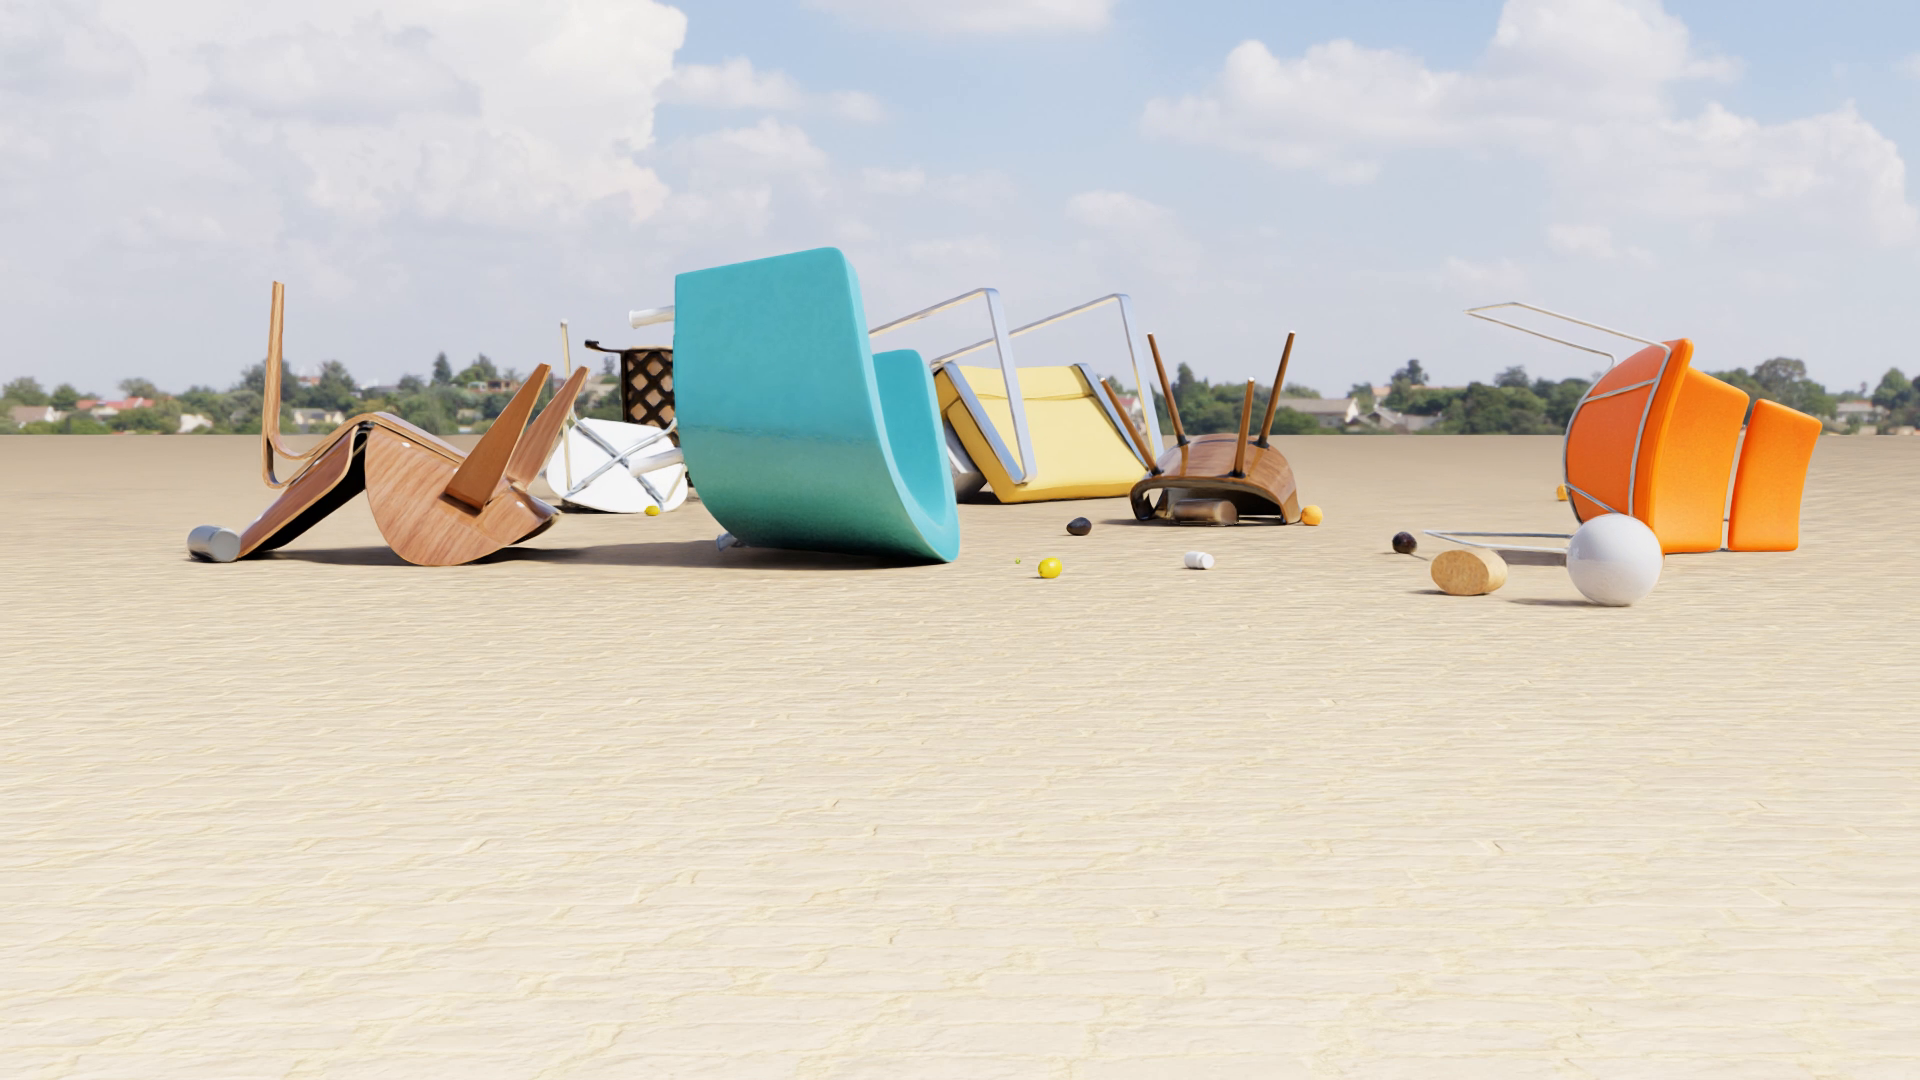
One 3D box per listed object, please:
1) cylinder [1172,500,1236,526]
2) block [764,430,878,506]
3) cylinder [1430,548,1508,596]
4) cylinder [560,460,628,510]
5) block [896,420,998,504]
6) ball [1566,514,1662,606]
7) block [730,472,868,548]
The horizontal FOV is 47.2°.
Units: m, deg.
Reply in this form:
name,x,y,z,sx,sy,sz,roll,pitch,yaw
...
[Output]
name,x,y,z,sx,sy,sz,roll,pitch,yaw
cylinder,0.807,-0.090,7.250,0.163,0.081,0.142,3,-5,34
block,-0.531,-0.273,8.438,0.281,0.286,0.339,-4,6,-45
cylinder,1.115,0.069,4.816,0.137,0.099,0.102,11,10,35
cylinder,-1.376,-0.208,8.270,0.244,0.180,0.305,-1,4,-18
block,-0.050,-0.310,8.711,0.188,0.265,0.262,-46,-22,28
ball,1.355,0.040,4.556,0.192,0.192,0.192,0,4,0
block,-0.458,-0.087,6.318,0.352,0.205,0.209,1,4,11
